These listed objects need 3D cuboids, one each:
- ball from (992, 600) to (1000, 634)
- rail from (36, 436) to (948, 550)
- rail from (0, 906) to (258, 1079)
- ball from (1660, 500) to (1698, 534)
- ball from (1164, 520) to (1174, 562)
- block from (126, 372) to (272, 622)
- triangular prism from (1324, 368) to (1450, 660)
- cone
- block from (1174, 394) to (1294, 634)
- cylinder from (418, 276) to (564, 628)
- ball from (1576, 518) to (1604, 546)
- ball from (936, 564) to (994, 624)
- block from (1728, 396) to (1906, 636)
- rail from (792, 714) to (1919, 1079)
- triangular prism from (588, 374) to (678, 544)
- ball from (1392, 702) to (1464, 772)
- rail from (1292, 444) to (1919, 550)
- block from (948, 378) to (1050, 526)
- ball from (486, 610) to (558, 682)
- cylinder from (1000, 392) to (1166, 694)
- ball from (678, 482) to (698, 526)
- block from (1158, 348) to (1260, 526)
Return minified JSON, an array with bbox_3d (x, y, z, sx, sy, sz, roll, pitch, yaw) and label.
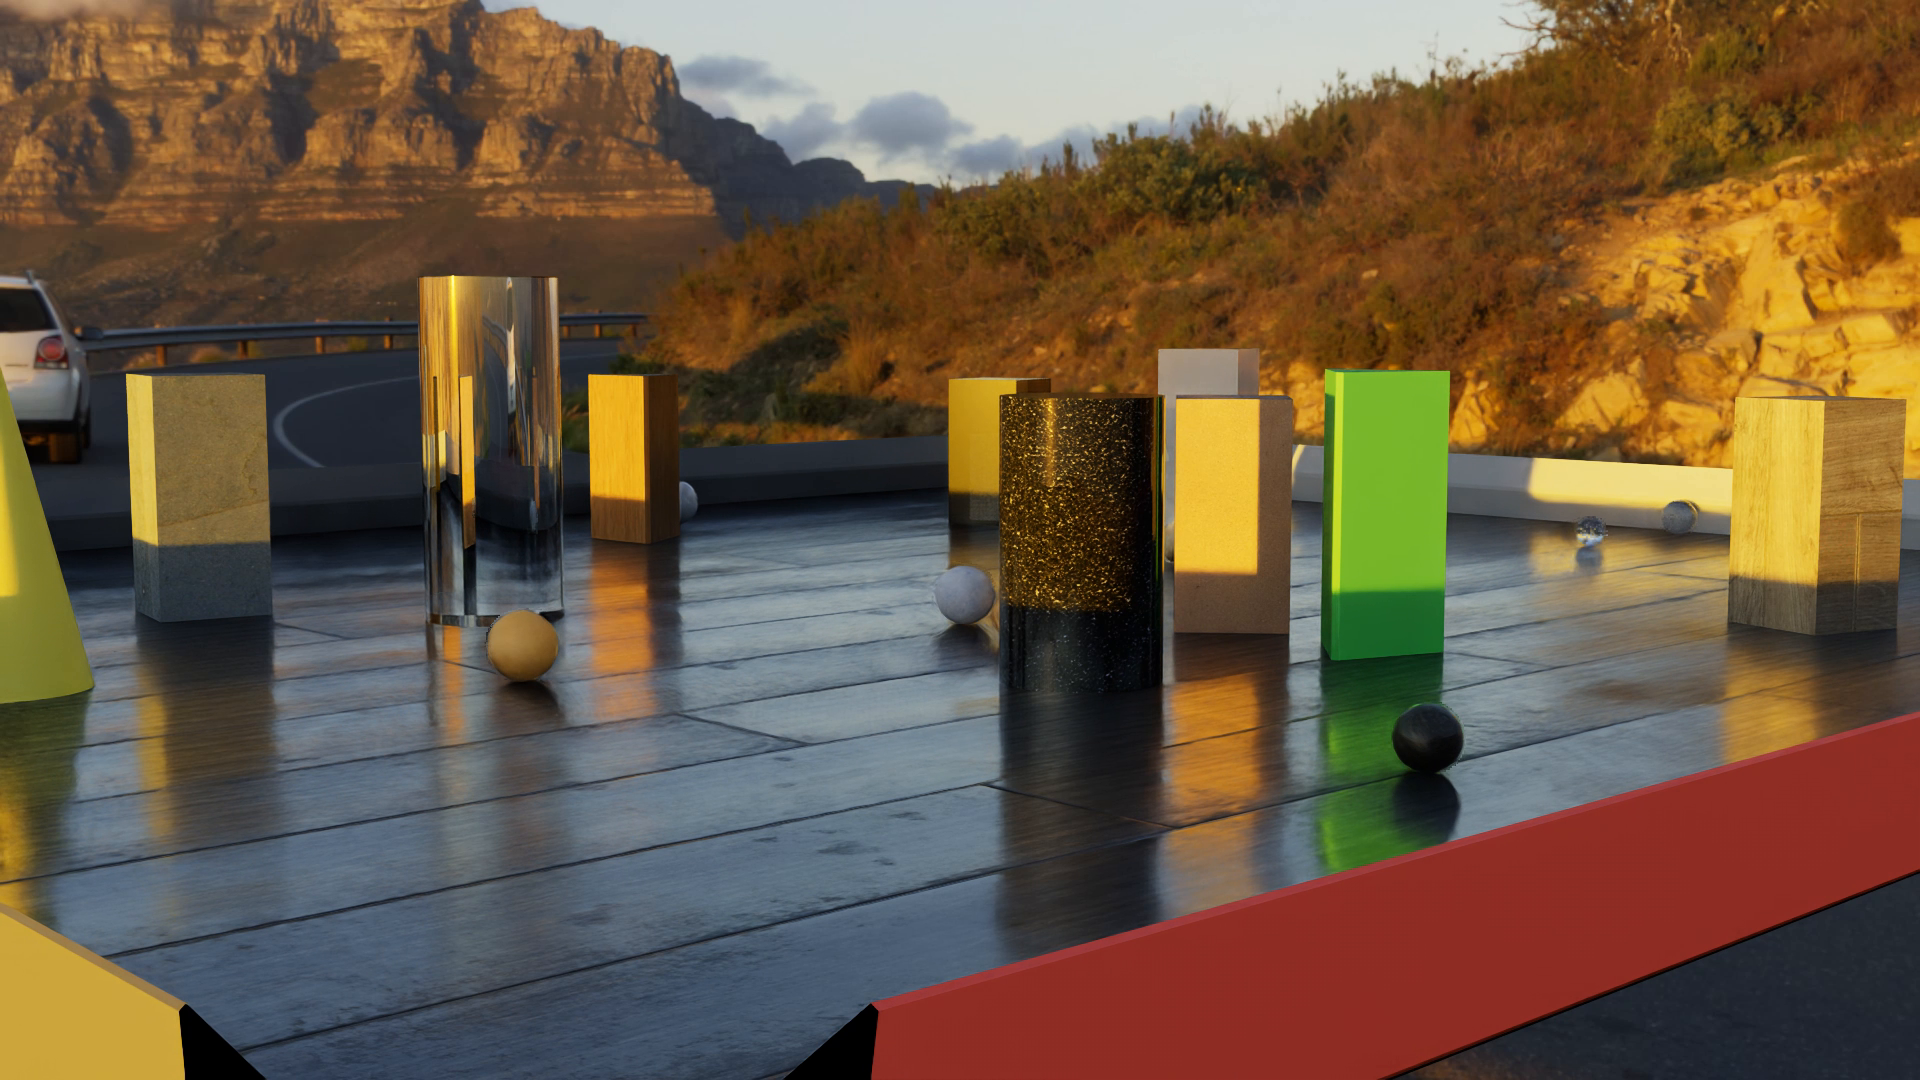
[{"bbox_3d":[0.076,0.103,2.982,0.065,0.065,0.065,0,6,0],"label":"ball"},{"bbox_3d":[-1.132,-0.093,4.552,3.693,0.129,0.045,-5,8,-42],"label":"rail"},{"bbox_3d":[-1.340,0.162,2.102,0.045,0.129,3.386,-5,8,-42],"label":"rail"},{"bbox_3d":[1.436,-0.046,4.391,0.071,0.071,0.071,0,6,0],"label":"ball"},{"bbox_3d":[0.391,0.003,3.885,0.078,0.078,0.078,0,6,0],"label":"ball"},{"bbox_3d":[-1.122,-0.068,3.245,0.159,0.352,0.159,-4,7,-33],"label":"block"},{"bbox_3d":[0.525,-0.040,2.897,0.172,0.367,0.149,-3,7,-25],"label":"triangular prism"},{"bbox_3d":[-1.128,-0.038,2.574,0.199,0.430,0.199,0,6,0],"label":"cone"},{"bbox_3d":[0.384,-0.040,3.112,0.159,0.324,0.159,1,6,5],"label":"block"},{"bbox_3d":[-0.677,-0.132,3.181,0.199,0.493,0.199,0,6,0],"label":"cylinder"},{"bbox_3d":[1.198,-0.015,4.179,0.053,0.053,0.053,0,6,0],"label":"ball"},{"bbox_3d":[0.007,0.078,3.131,0.085,0.085,0.085,0,6,0],"label":"ball"},{"bbox_3d":[1.212,-0.040,3.116,0.159,0.322,0.159,-3,7,-26],"label":"block"},{"bbox_3d":[1.132,0.161,2.111,3.693,0.129,0.045,-5,8,-42],"label":"rail"},{"bbox_3d":[-0.612,-0.164,4.316,0.172,0.321,0.149,5,8,42],"label":"triangular prism"},{"bbox_3d":[0.453,0.191,2.128,0.067,0.067,0.067,0,6,0],"label":"ball"},{"bbox_3d":[1.340,-0.094,4.561,0.045,0.129,3.386,-5,8,-42],"label":"rail"},{"bbox_3d":[0.085,-0.189,4.645,0.159,0.302,0.159,3,7,29],"label":"block"},{"bbox_3d":[-0.528,0.128,2.653,0.085,0.085,0.085,0,6,0],"label":"ball"},{"bbox_3d":[0.146,-0.002,2.650,0.199,0.344,0.199,0,6,0],"label":"cylinder"},{"bbox_3d":[-0.591,-0.077,4.581,0.092,0.092,0.092,0,6,0],"label":"ball"},{"bbox_3d":[0.489,-0.191,4.331,0.159,0.371,0.159,2,6,22],"label":"block"}]
